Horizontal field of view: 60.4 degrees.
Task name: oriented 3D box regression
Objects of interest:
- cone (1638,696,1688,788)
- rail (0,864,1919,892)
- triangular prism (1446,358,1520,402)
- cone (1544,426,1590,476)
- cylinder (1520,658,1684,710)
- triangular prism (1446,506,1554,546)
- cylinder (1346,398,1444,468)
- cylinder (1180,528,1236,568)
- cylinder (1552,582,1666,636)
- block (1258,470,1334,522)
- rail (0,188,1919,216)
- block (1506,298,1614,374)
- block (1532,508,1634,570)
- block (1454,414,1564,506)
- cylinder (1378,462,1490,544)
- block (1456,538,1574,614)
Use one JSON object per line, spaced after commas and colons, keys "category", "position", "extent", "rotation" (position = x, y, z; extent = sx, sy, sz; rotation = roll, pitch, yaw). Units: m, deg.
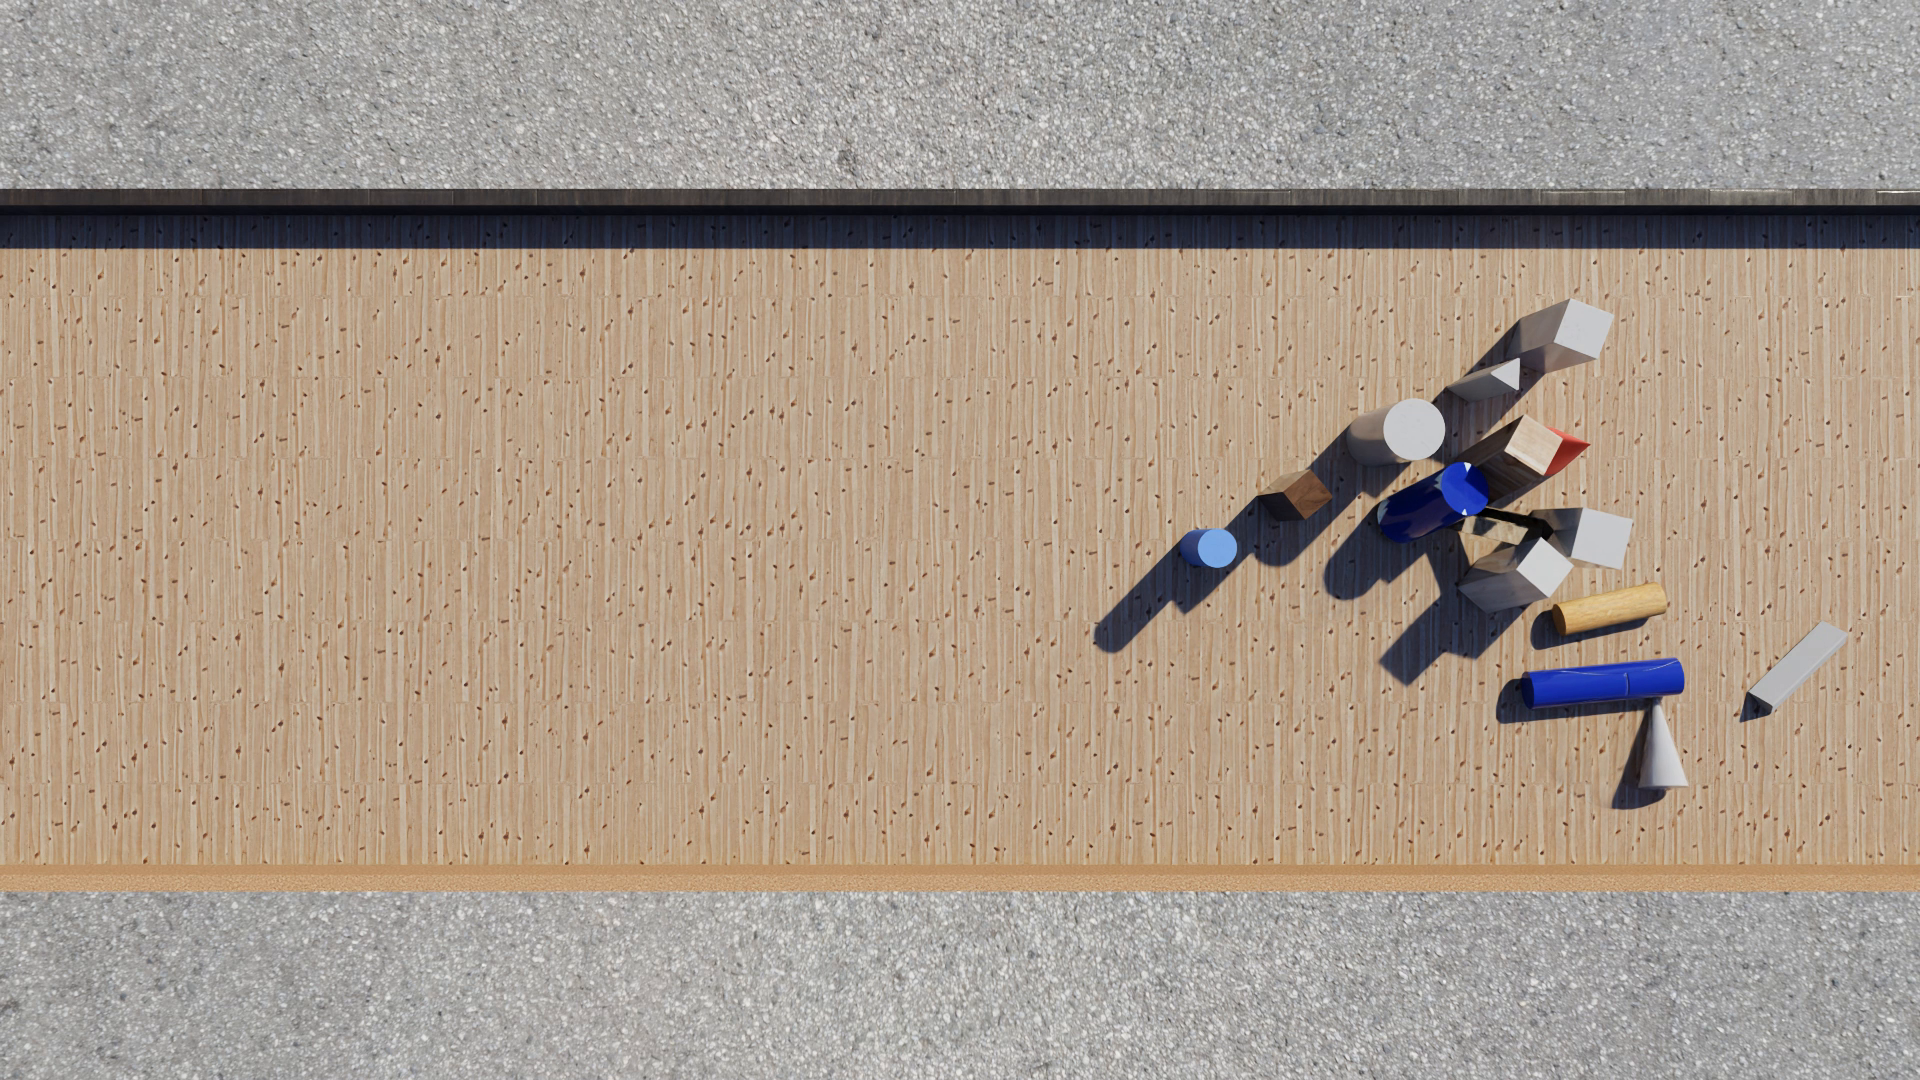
{"category": "cone", "position": [2.135, 0.602, 5.042], "extent": [0.141, 0.141, 0.305], "rotation": [0, 77, 0]}
{"category": "rail", "position": [-2.247, 1.025, 5.001], "extent": [12.000, 0.150, 0.050], "rotation": [0, 90, 0]}
{"category": "triangular prism", "position": [1.555, -0.480, 4.863], "extent": [0.090, 0.428, 0.078], "rotation": [32, 90, 0]}
{"category": "cone", "position": [1.805, -0.273, 4.896], "extent": [0.150, 0.360, 0.150], "rotation": [0, 90, 0]}
{"category": "cylinder", "position": [1.953, 0.436, 5.019], "extent": [0.455, 0.115, 0.115], "rotation": [-5, 90, 0]}
{"category": "triangular prism", "position": [1.585, -0.066, 4.918], "extent": [0.093, 0.339, 0.080], "rotation": [-44, 131, -28]}
{"category": "cylinder", "position": [1.276, -0.311, 4.855], "extent": [0.174, 0.443, 0.174], "rotation": [0, 90, 0]}
{"category": "cylinder", "position": [0.732, 0.023, 4.882], "extent": [0.111, 0.389, 0.111], "rotation": [0, 90, 0]}
{"category": "cylinder", "position": [1.978, 0.210, 5.026], "extent": [0.311, 0.101, 0.101], "rotation": [-13, 90, 0]}
{"category": "block", "position": [0.983, -0.129, 4.867], "extent": [0.102, 0.418, 0.102], "rotation": [-39, 90, 0]}
{"category": "rail", "position": [-2.247, -1.025, 5.002], "extent": [12.000, 0.150, 0.050], "rotation": [0, 90, 0]}
{"category": "block", "position": [1.763, -0.597, 4.868], "extent": [0.133, 0.417, 0.133], "rotation": [21, 90, 0]}
{"category": "block", "position": [1.817, -0.004, 4.871], "extent": [0.146, 0.410, 0.146], "rotation": [14, 90, 0]}
{"category": "block", "position": [1.583, -0.221, 4.847], "extent": [0.130, 0.439, 0.130], "rotation": [33, 75, 0]}
{"category": "cylinder", "position": [1.397, -0.106, 4.886], "extent": [0.158, 0.347, 0.158], "rotation": [4, 75, -16]}
{"category": "block", "position": [1.631, 0.109, 4.866], "extent": [0.123, 0.404, 0.123], "rotation": [41, 79, 0]}
